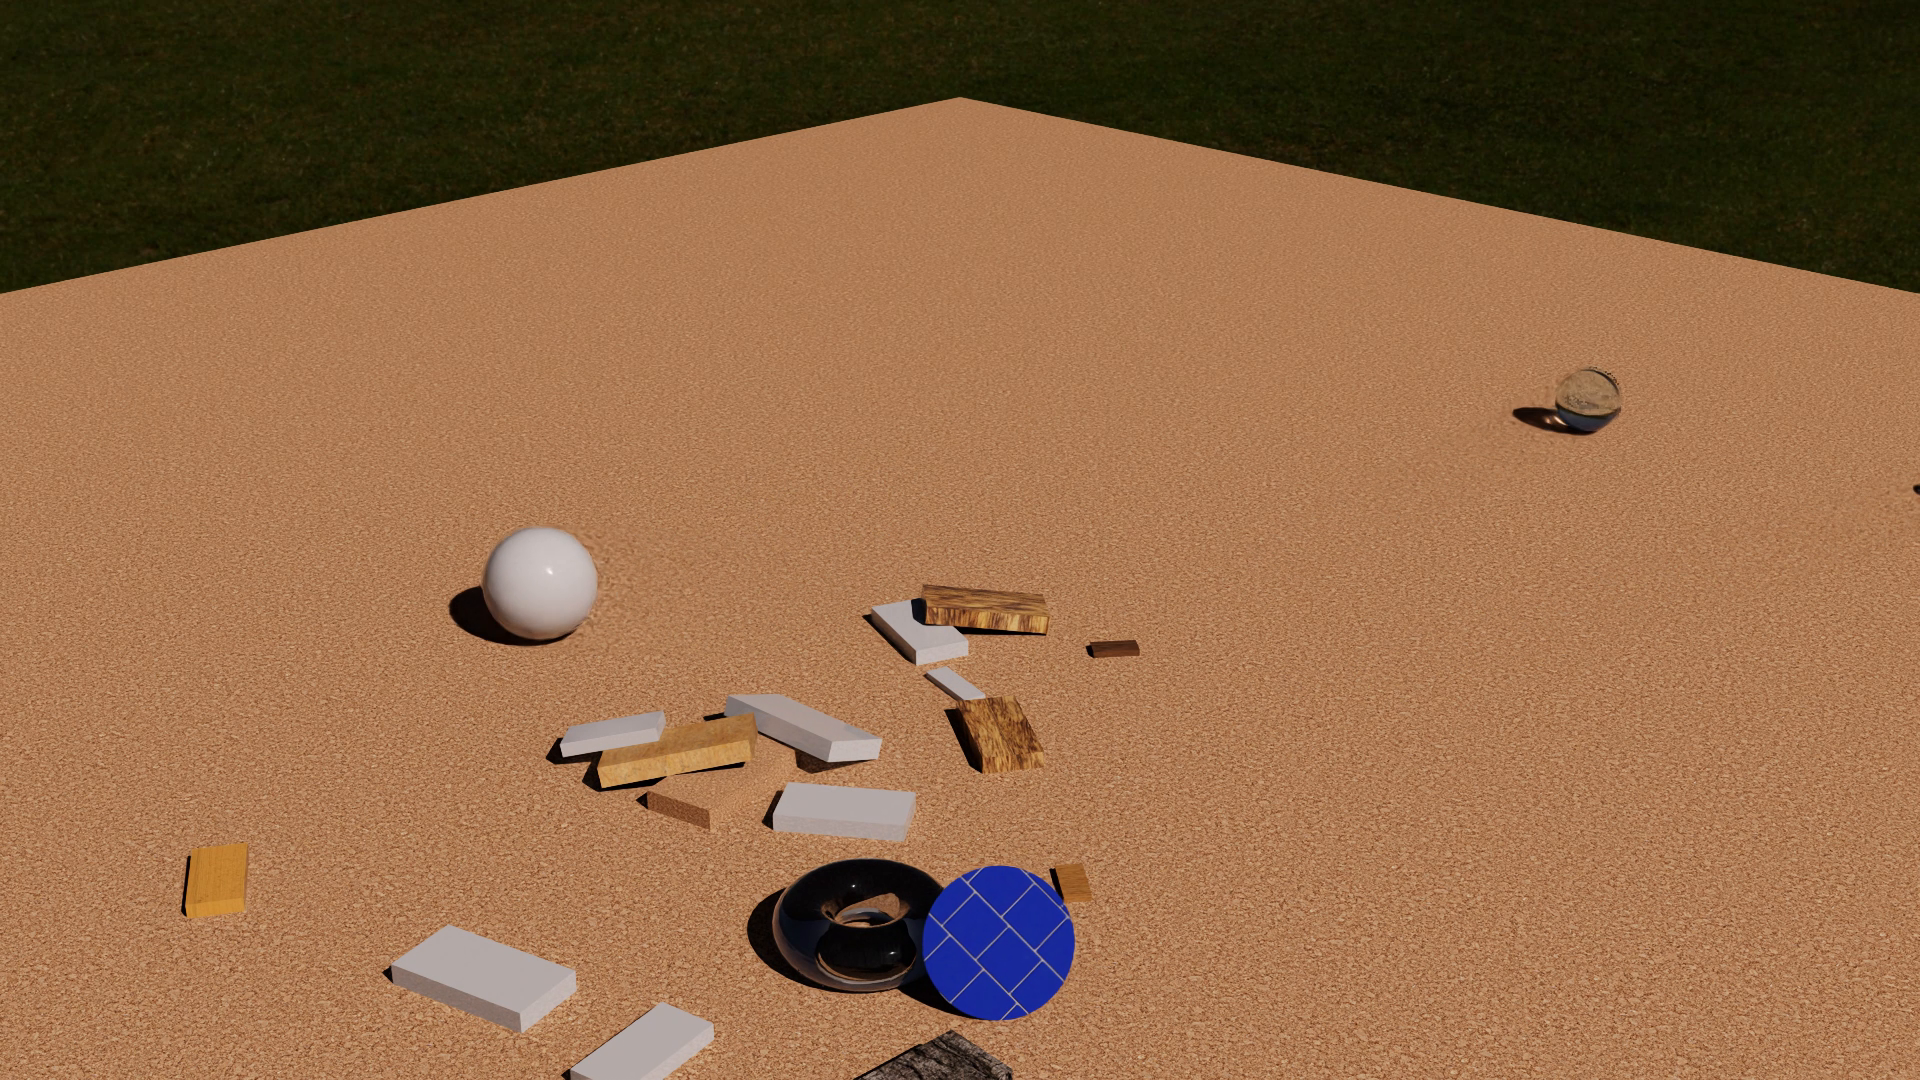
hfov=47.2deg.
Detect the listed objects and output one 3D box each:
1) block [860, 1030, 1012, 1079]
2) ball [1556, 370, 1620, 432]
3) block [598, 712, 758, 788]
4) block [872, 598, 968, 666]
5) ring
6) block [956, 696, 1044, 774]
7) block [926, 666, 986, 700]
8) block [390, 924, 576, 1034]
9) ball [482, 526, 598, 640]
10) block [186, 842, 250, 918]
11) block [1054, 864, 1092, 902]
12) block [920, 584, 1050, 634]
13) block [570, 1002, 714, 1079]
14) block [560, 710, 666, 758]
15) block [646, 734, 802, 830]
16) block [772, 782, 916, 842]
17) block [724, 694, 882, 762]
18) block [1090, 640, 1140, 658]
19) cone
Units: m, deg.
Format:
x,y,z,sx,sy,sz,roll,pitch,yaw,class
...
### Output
x,y,z,sx,sy,sz,roll,pitch,yaw,class
-0.074,0.892,3.521,0.295,0.042,0.148,-20,30,-38,block
1.855,-0.411,6.494,0.185,0.185,0.185,0,23,0,ball
-0.585,0.437,4.577,0.316,0.045,0.158,-11,16,2,block
-0.097,0.215,5.206,0.133,0.038,0.266,-10,25,-23,block
-0.172,0.694,3.985,0.339,0.113,0.339,0,24,0,ring
0.084,0.416,4.731,0.133,0.038,0.265,-5,23,-11,block
-0.011,0.329,4.965,0.054,0.015,0.166,-14,27,-29,block
-0.841,0.773,3.886,0.295,0.042,0.148,13,26,27,block
-0.988,0.102,5.175,0.269,0.269,0.269,0,23,0,ball
-1.416,0.648,4.196,0.103,0.029,0.206,-6,24,-13,block
0.215,0.655,4.198,0.054,0.015,0.109,-2,23,-6,block
0.060,0.165,5.261,0.295,0.042,0.148,5,20,-8,block
-0.531,0.862,3.687,0.115,0.033,0.230,15,27,31,block
-0.731,0.408,4.639,0.206,0.029,0.103,-10,16,5,block
-0.485,0.490,4.548,0.158,0.045,0.316,13,26,28,block
-0.231,0.546,4.425,0.266,0.038,0.133,4,23,8,block
-0.337,0.399,4.698,0.316,0.045,0.158,19,10,38,block
0.362,0.255,5.141,0.109,0.015,0.054,-2,23,-5,block
0.054,0.707,3.943,0.266,0.266,0.266,-2,-3,-6,cone
